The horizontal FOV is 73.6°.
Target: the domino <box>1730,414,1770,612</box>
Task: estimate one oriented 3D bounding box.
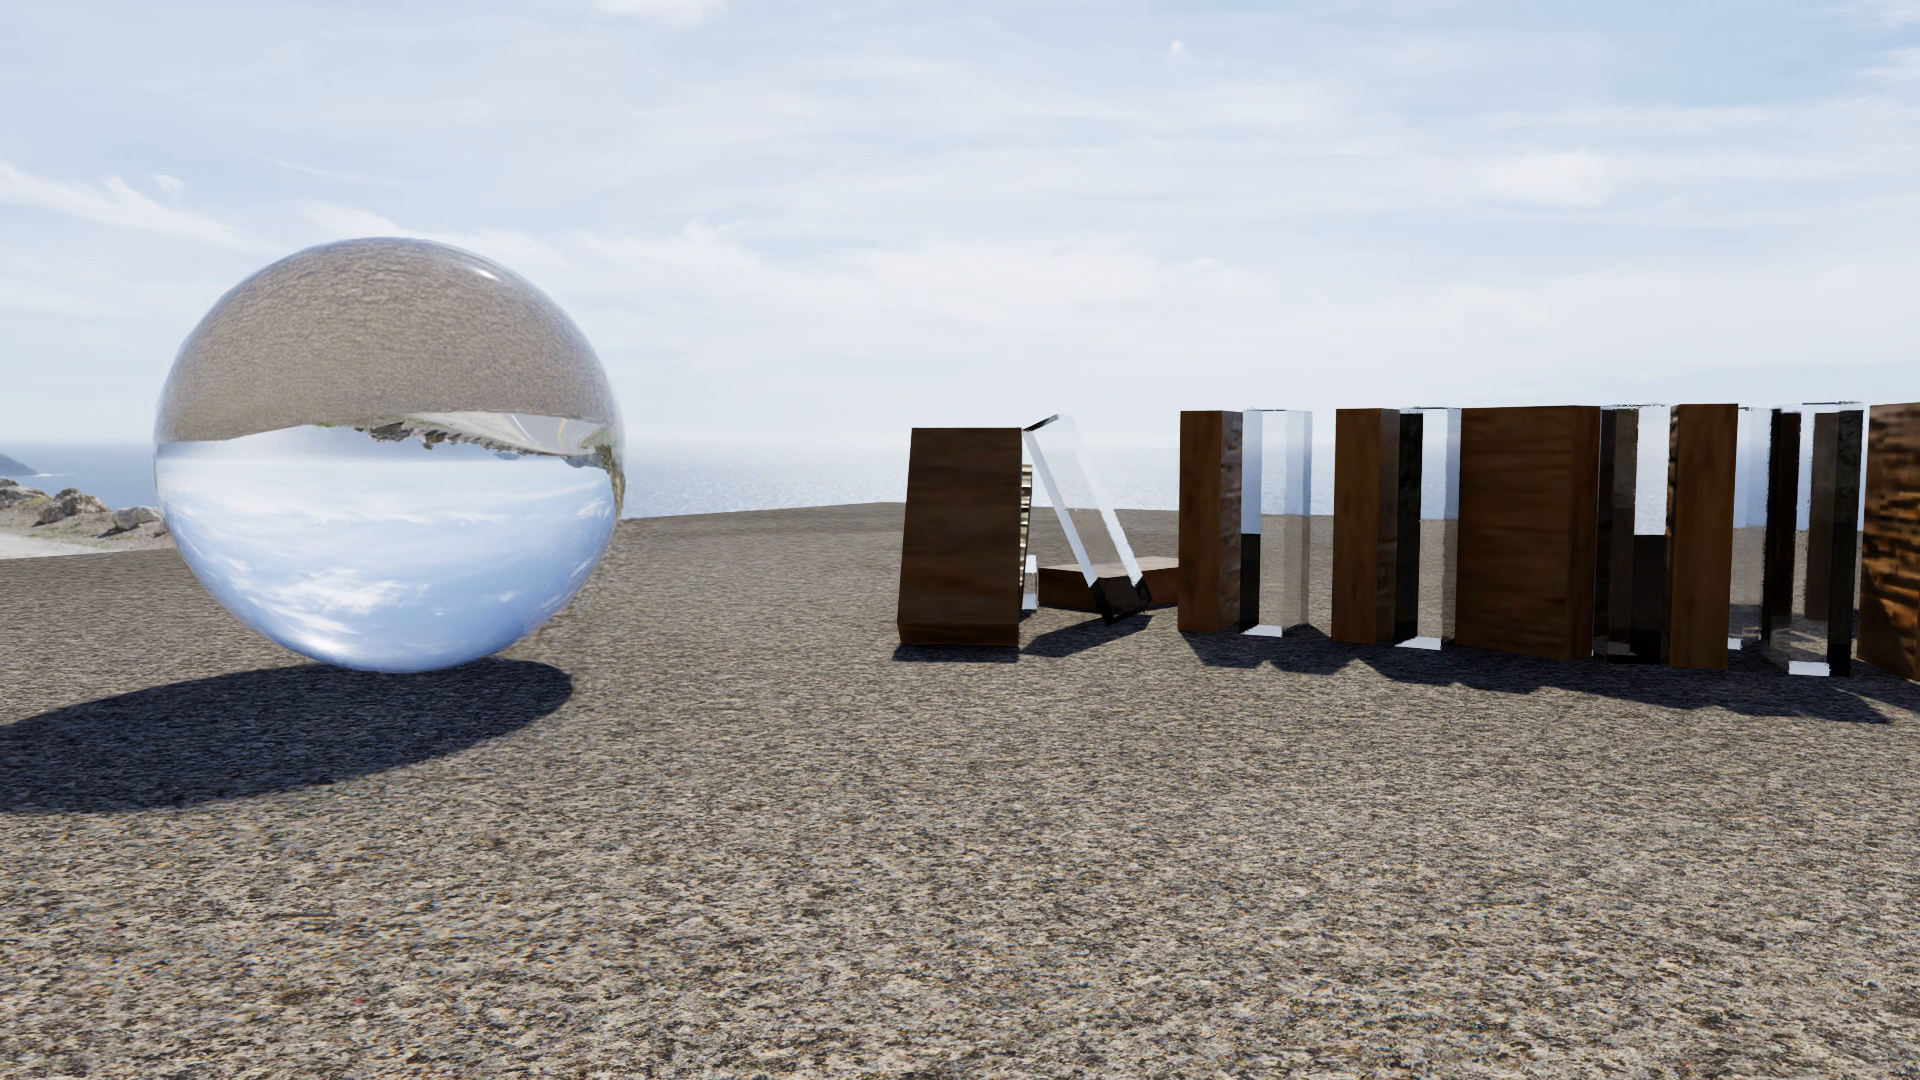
[{"bbox_3d":[0.205,-0.008,0.336,0.009,0.050,0.025,2,5,28],"label":"domino"}]

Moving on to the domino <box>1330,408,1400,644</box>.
[{"bbox_3d":[0.091,-0.004,0.284,0.009,0.050,0.025,3,5,33],"label":"domino"}]

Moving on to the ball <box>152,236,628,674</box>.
[{"bbox_3d":[-0.103,-0.015,0.238,0.080,0.080,0.080,0,4,0],"label":"ball"}]

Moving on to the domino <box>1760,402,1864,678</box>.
[{"bbox_3d":[0.163,-0.001,0.246,0.010,0.050,0.025,2,5,21],"label":"domino"}]

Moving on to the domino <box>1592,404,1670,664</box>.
[{"bbox_3d":[0.132,-0.002,0.259,0.010,0.050,0.025,1,4,9],"label":"domino"}]

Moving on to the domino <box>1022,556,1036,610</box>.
[{"bbox_3d":[0.009,0.011,0.356,0.025,0.009,0.050,0,4,3],"label":"domino"}]

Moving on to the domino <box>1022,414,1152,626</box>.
[{"bbox_3d":[0.031,-0.005,0.311,0.010,0.050,0.025,-24,-2,14],"label":"domino"}]

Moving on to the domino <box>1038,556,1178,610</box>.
[{"bbox_3d":[0.048,0.011,0.352,0.050,0.010,0.025,-4,6,-43],"label":"domino"}]

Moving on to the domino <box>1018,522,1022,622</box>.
[{"bbox_3d":[0.002,-0.003,0.305,0.025,0.050,0.010,0,-31,4],"label":"domino"}]

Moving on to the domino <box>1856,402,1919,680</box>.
[{"bbox_3d":[0.180,0.000,0.240,0.010,0.050,0.025,1,4,15],"label":"domino"}]

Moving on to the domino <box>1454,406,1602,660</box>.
[{"bbox_3d":[0.116,-0.002,0.264,0.009,0.050,0.025,-3,5,-32],"label":"domino"}]

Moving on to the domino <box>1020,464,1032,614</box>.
[{"bbox_3d":[0.005,-0.002,0.335,0.025,0.010,0.050,2,40,5],"label":"domino"}]

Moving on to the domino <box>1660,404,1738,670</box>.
[{"bbox_3d":[0.145,-0.001,0.253,0.009,0.050,0.025,2,5,24],"label":"domino"}]

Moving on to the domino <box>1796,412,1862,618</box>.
[{"bbox_3d":[0.221,-0.007,0.325,0.010,0.050,0.025,4,6,40],"label":"domino"}]

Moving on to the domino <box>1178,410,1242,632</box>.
[{"bbox_3d":[0.059,-0.005,0.302,0.009,0.050,0.025,2,5,25],"label":"domino"}]

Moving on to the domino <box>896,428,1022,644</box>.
[{"bbox_3d":[0.001,-0.002,0.282,0.025,0.050,0.010,0,-31,4],"label":"domino"}]

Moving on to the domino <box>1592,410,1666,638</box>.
[{"bbox_3d":[0.153,-0.004,0.290,0.025,0.050,0.009,-3,5,-36],"label":"domino"}]

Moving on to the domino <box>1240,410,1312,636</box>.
[{"bbox_3d":[0.073,-0.005,0.295,0.010,0.050,0.025,2,5,28],"label":"domino"}]

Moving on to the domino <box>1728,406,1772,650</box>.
[{"bbox_3d":[0.167,-0.003,0.276,0.009,0.050,0.025,4,6,43],"label":"domino"}]

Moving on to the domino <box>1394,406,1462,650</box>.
[{"bbox_3d":[0.103,-0.003,0.276,0.010,0.050,0.025,3,5,36],"label":"domino"}]
